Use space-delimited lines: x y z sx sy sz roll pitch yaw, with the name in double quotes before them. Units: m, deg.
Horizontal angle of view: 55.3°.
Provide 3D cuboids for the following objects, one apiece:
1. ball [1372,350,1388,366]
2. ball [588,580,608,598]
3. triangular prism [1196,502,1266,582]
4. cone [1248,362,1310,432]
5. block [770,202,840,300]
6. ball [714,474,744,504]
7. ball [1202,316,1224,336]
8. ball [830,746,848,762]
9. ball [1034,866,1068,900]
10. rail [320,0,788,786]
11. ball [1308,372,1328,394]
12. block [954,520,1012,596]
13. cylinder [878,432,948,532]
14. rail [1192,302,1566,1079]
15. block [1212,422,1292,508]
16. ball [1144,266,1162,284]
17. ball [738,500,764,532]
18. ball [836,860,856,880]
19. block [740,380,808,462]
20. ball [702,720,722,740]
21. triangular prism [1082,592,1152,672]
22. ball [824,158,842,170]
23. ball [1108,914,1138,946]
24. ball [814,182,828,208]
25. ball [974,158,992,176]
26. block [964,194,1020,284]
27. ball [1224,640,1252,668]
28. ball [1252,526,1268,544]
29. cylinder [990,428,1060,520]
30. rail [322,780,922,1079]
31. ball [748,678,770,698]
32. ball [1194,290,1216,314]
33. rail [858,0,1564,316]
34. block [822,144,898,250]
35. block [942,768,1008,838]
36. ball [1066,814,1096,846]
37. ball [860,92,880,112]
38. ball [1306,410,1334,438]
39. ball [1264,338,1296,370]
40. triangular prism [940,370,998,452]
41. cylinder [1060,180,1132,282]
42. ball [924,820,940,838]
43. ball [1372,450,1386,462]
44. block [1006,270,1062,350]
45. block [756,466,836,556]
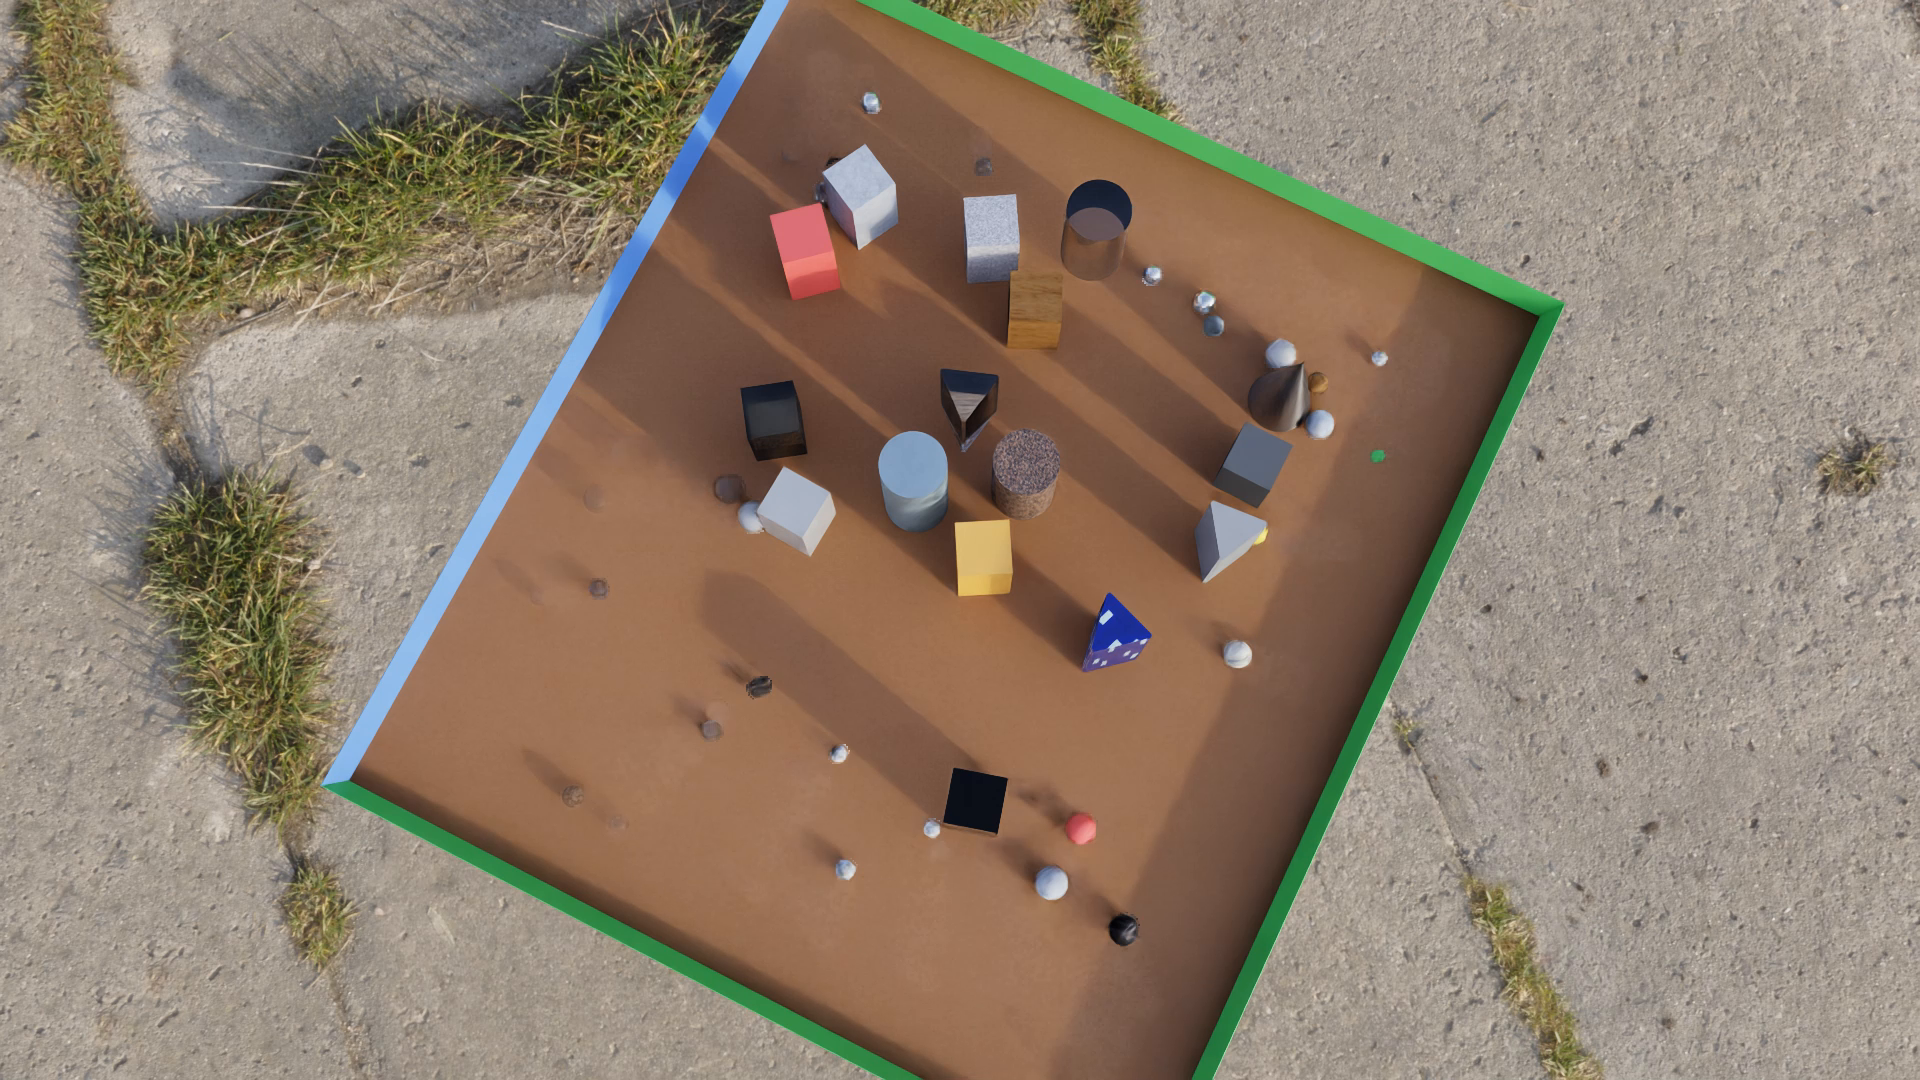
"ball" 1.307 -0.566 5.710 0.047 0.047 0.047 0 78 0
"ball" -1.097 0.148 5.557 0.057 0.057 0.057 0 78 0
"triangular prism" 0.766 -0.015 5.425 0.170 0.381 0.147 -37 81 -7
"cone" 0.994 -0.473 5.505 0.196 0.411 0.196 0 78 0
"block" -0.472 -0.882 5.629 0.157 0.333 0.157 -15 79 -3
"ball" -0.707 -0.153 5.602 0.091 0.091 0.091 0 78 0
"ball" 0.792 -0.668 5.721 0.067 0.067 0.067 0 78 0
"ball" -0.362 0.638 5.459 0.051 0.051 0.051 0 78 0
"ball" 0.268 1.003 5.359 0.098 0.098 0.098 0 78 0
"rail" -1.175 -0.569 5.668 0.045 0.127 2.987 26 80 5
"ball" 1.105 -0.485 5.660 0.066 0.066 0.066 0 78 0
"block" 0.068 0.056 5.435 0.157 0.334 0.157 -3 78 -1
"cylinder" -0.133 -0.166 5.413 0.196 0.466 0.196 0 78 0
"rail" 1.175 0.582 5.430 0.045 0.127 2.987 26 80 5
"block" 0.882 -0.225 5.543 0.157 0.236 0.157 28 80 5
"ball" 0.607 -0.833 5.758 0.061 0.061 0.061 0 78 0
"ball" -0.628 -0.073 5.577 0.096 0.096 0.096 0 78 0
"ball" -0.337 0.970 5.386 0.059 0.059 0.059 0 78 0
"block" -0.561 -0.358 5.552 0.157 0.272 0.157 -9 78 -2
"ball" -0.742 0.568 5.468 0.060 0.060 0.060 0 78 0
"triangular prism" 0.434 0.263 5.337 0.170 0.440 0.147 -13 79 -3
"ball" -0.389 -1.176 5.820 0.079 0.079 0.079 0 78 0
"ball" 0.477 1.137 5.336 0.088 0.088 0.088 0 78 0
"ball" -0.423 -1.093 5.798 0.081 0.081 0.081 0 78 0
"ball" 0.074 -1.190 5.835 0.054 0.054 0.054 0 78 0
"block" 0.095 -0.924 5.646 0.157 0.318 0.157 -4 78 -1
"ball" 0.833 0.343 5.502 0.085 0.085 0.085 0 78 0
"ball" 0.896 -0.024 5.578 0.076 0.076 0.076 0 78 0
"cylinder" 0.192 -0.192 5.480 0.196 0.345 0.196 0 78 0
"rail" -0.657 1.294 5.283 2.675 0.127 0.045 26 80 5
"ball" -0.601 0.443 5.492 0.065 0.065 0.065 0 78 0
"ball" 0.767 -0.745 5.734 0.072 0.072 0.072 0 78 0
"rail" 0.657 -1.281 5.815 2.675 0.127 0.045 26 80 5
"block" -0.304 -1.058 5.673 0.157 0.318 0.157 -35 80 -7
"block" 0.044 0.763 5.308 0.157 0.296 0.157 11 79 2
"ball" 0.356 0.852 5.394 0.092 0.092 0.092 0 78 0
"ball" -0.286 -1.404 5.874 0.066 0.066 0.066 0 78 0
"ball" 1.109 -0.358 5.645 0.088 0.088 0.088 0 78 0
"ball" 0.992 -0.574 5.672 0.096 0.096 0.096 0 78 0
"triangular prism" 0.003 -0.418 5.519 0.147 0.360 0.170 36 81 7
"cylinder" 0.416 -0.949 5.636 0.196 0.347 0.196 0 78 0
"ball" -0.083 0.854 5.412 0.049 0.049 0.049 0 78 0
"ball" 1.290 -0.260 5.649 0.041 0.041 0.041 0 78 0
"block" 0.228 -0.702 5.622 0.157 0.274 0.157 2 78 0
"block" -0.487 -0.082 5.488 0.157 0.286 0.157 29 80 6
